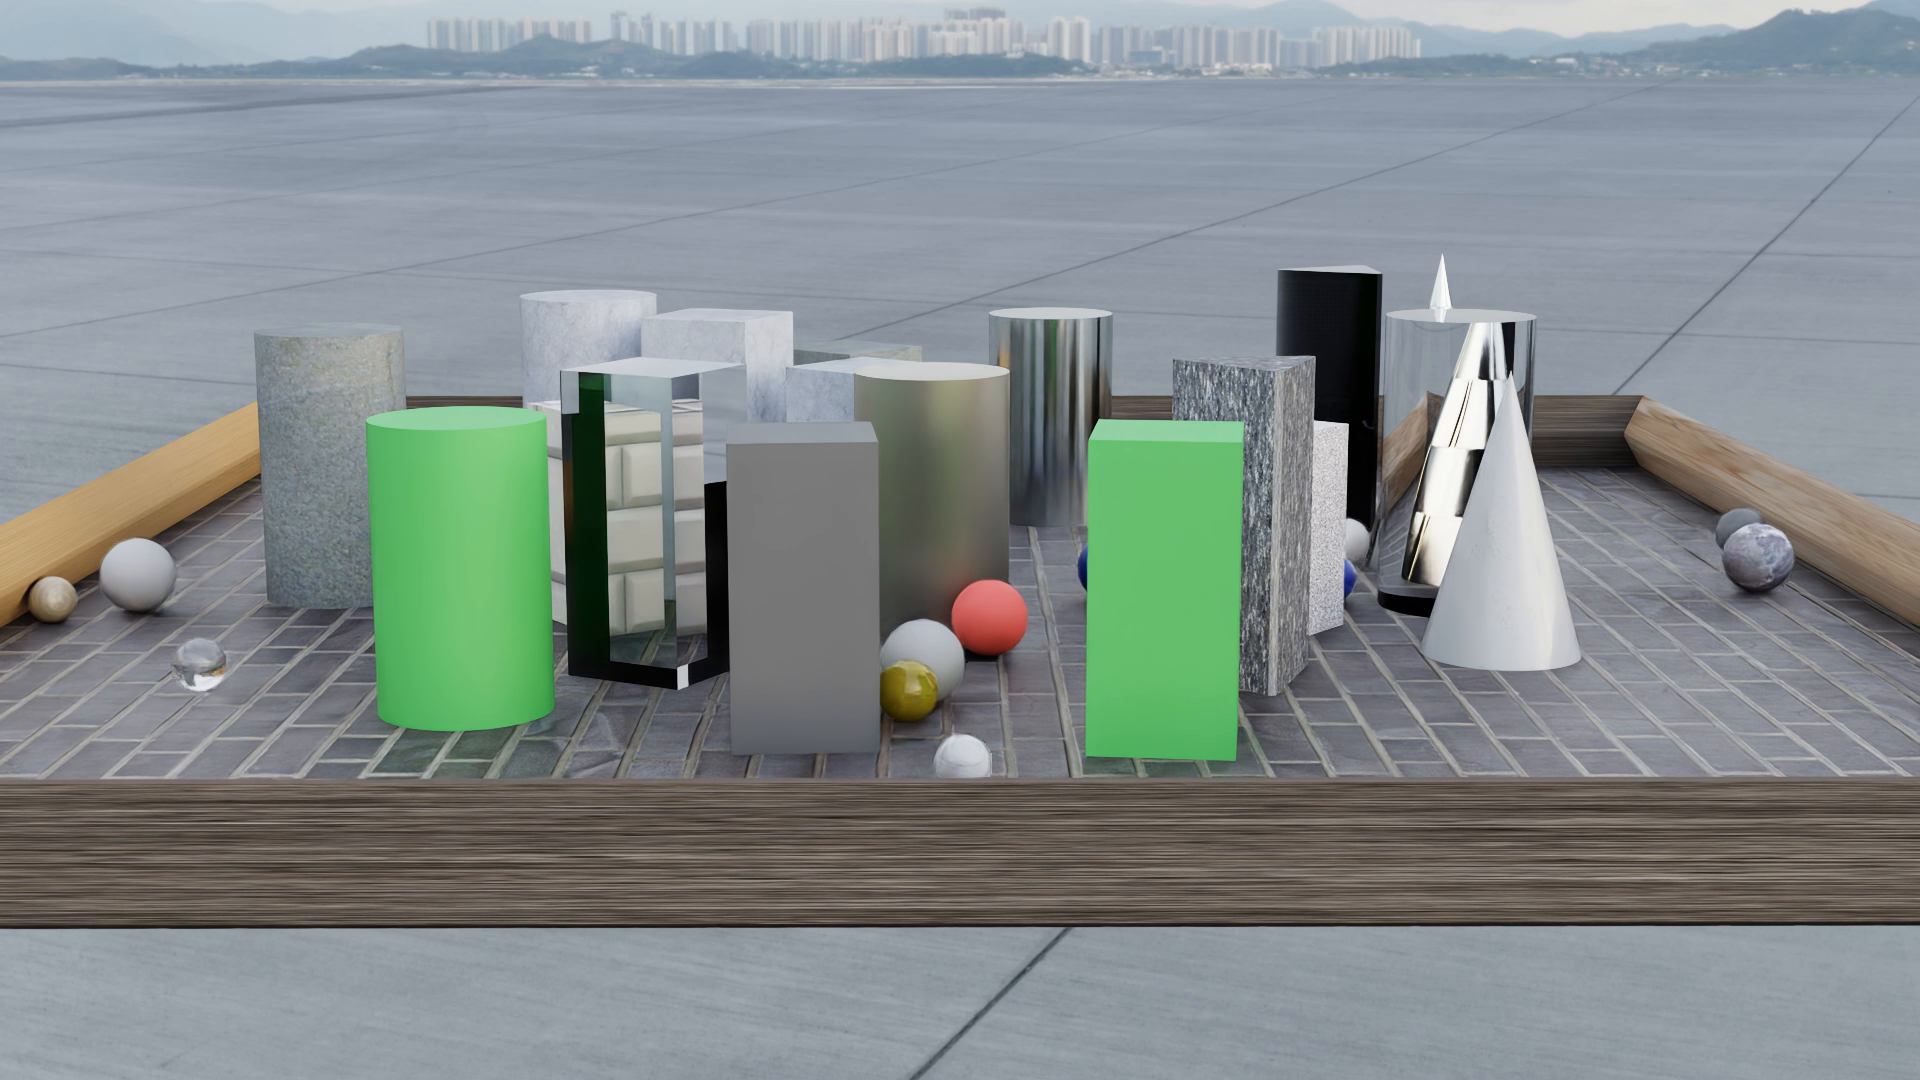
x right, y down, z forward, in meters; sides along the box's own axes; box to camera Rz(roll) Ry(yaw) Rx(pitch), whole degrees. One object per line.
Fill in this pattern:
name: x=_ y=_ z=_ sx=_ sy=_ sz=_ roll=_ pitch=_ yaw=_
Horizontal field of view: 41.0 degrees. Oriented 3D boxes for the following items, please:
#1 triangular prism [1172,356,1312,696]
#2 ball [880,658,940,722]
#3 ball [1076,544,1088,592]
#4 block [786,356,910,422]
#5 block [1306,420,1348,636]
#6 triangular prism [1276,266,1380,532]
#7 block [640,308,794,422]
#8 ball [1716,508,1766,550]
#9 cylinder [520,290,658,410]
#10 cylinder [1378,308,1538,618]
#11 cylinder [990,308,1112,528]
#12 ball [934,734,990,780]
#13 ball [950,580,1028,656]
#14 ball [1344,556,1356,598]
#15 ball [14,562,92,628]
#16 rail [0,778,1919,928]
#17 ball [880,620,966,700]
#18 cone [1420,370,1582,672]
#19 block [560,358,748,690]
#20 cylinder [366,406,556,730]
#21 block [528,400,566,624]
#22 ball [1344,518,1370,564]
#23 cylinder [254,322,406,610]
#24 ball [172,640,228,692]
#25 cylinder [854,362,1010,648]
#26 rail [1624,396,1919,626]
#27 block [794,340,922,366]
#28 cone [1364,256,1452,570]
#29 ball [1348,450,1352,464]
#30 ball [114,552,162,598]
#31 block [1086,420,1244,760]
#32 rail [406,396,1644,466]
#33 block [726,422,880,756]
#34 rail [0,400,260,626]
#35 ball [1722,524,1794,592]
triangular prism: x=0.368 y=-0.026 z=3.083 sx=0.150 sy=0.381 sz=0.173 roll=-9 pitch=14 yaw=-39
ball: x=-0.059 y=0.169 z=2.885 sx=0.071 sy=0.071 sz=0.071 roll=0 pitch=10 yaw=0
ball: x=0.208 y=0.038 z=3.530 sx=0.093 sy=0.093 sz=0.093 roll=0 pitch=10 yaw=0
block: x=-0.125 y=-0.079 z=3.531 sx=0.160 sy=0.323 sz=0.160 roll=8 pitch=13 yaw=38
block: x=0.393 y=-0.018 z=3.352 sx=0.160 sy=0.267 sz=0.160 roll=8 pitch=13 yaw=38
triangular prism: x=0.615 y=-0.233 z=4.131 sx=0.173 sy=0.408 sz=0.150 roll=6 pitch=12 yaw=29
block: x=-0.341 y=-0.130 z=3.649 sx=0.160 sy=0.381 sz=0.160 roll=4 pitch=11 yaw=20
ball: x=1.168 y=-0.009 z=3.833 sx=0.076 sy=0.076 sz=0.076 roll=0 pitch=10 yaw=0
cylinder: x=-0.544 y=-0.164 z=3.793 sx=0.200 sy=0.395 sz=0.200 roll=0 pitch=10 yaw=0
cylinder: x=0.673 y=-0.107 z=3.481 sx=0.200 sy=0.396 sz=0.200 roll=0 pitch=10 yaw=0
cylinder: x=0.147 y=-0.202 z=4.170 sx=0.200 sy=0.333 sz=0.200 roll=0 pitch=10 yaw=0
ball: x=0.002 y=0.226 z=2.610 sx=0.057 sy=0.057 sz=0.057 roll=0 pitch=10 yaw=0
ball: x=0.037 y=0.097 z=3.201 sx=0.096 sy=0.096 sz=0.096 roll=0 pitch=10 yaw=0
ball: x=0.513 y=0.051 z=3.534 sx=0.066 sy=0.066 sz=0.066 roll=0 pitch=10 yaw=0
ball: x=-1.200 y=0.079 z=3.394 sx=0.099 sy=0.099 sz=0.099 roll=0 pitch=10 yaw=0
rail: x=0.007 y=0.263 z=2.208 sx=2.527 sy=0.130 sz=0.045 roll=0 pitch=10 yaw=0
ball: x=-0.043 y=0.140 z=2.963 sx=0.098 sy=0.098 sz=0.098 roll=0 pitch=10 yaw=0
cone: x=0.679 y=-0.034 z=3.193 sx=0.200 sy=0.357 sz=0.200 roll=0 pitch=10 yaw=0
block: x=-0.366 y=-0.025 z=3.105 sx=0.160 sy=0.371 sz=0.160 roll=6 pitch=12 yaw=28
cylinder: x=-0.565 y=0.028 z=2.913 sx=0.200 sy=0.337 sz=0.200 roll=0 pitch=10 yaw=0
block: x=-0.464 y=-0.039 z=3.420 sx=0.160 sy=0.285 sz=0.160 roll=-7 pitch=13 yaw=-35
ball: x=0.569 y=0.003 z=3.782 sx=0.070 sy=0.070 sz=0.070 roll=0 pitch=10 yaw=0
cylinder: x=-0.864 y=-0.106 z=3.549 sx=0.200 sy=0.370 sz=0.200 roll=0 pitch=10 yaw=0
ball: x=-0.896 y=0.148 z=3.024 sx=0.062 sy=0.062 sz=0.062 roll=0 pitch=10 yaw=0
cylinder: x=-0.036 y=-0.047 z=3.307 sx=0.200 sy=0.342 sz=0.200 roll=0 pitch=10 yaw=0
rail: x=1.240 y=0.032 z=3.456 sx=0.045 sy=0.130 sz=2.570 roll=0 pitch=10 yaw=0
block: x=-0.171 y=-0.148 z=3.962 sx=0.160 sy=0.302 sz=0.160 roll=9 pitch=14 yaw=40
cone: x=0.698 y=-0.189 z=3.751 sx=0.200 sy=0.459 sz=0.200 roll=0 pitch=10 yaw=0
ball: x=0.689 y=-0.151 z=4.677 sx=0.047 sy=0.047 sz=0.047 roll=0 pitch=10 yaw=0
ball: x=-1.108 y=0.048 z=3.460 sx=0.062 sy=0.062 sz=0.062 roll=0 pitch=10 yaw=0
block: x=0.223 y=0.050 z=2.780 sx=0.160 sy=0.341 sz=0.160 roll=1 pitch=11 yaw=7
rail: x=-0.007 y=-0.196 z=4.689 sx=2.527 sy=0.130 sz=0.045 roll=0 pitch=10 yaw=0
block: x=-0.172 y=0.049 z=2.800 sx=0.160 sy=0.337 sz=0.160 roll=-1 pitch=11 yaw=-5
rail: x=-1.240 y=0.035 z=3.442 sx=0.045 sy=0.130 sz=2.570 roll=0 pitch=10 yaw=0
ball: x=1.118 y=0.025 z=3.593 sx=0.096 sy=0.096 sz=0.096 roll=0 pitch=10 yaw=0
